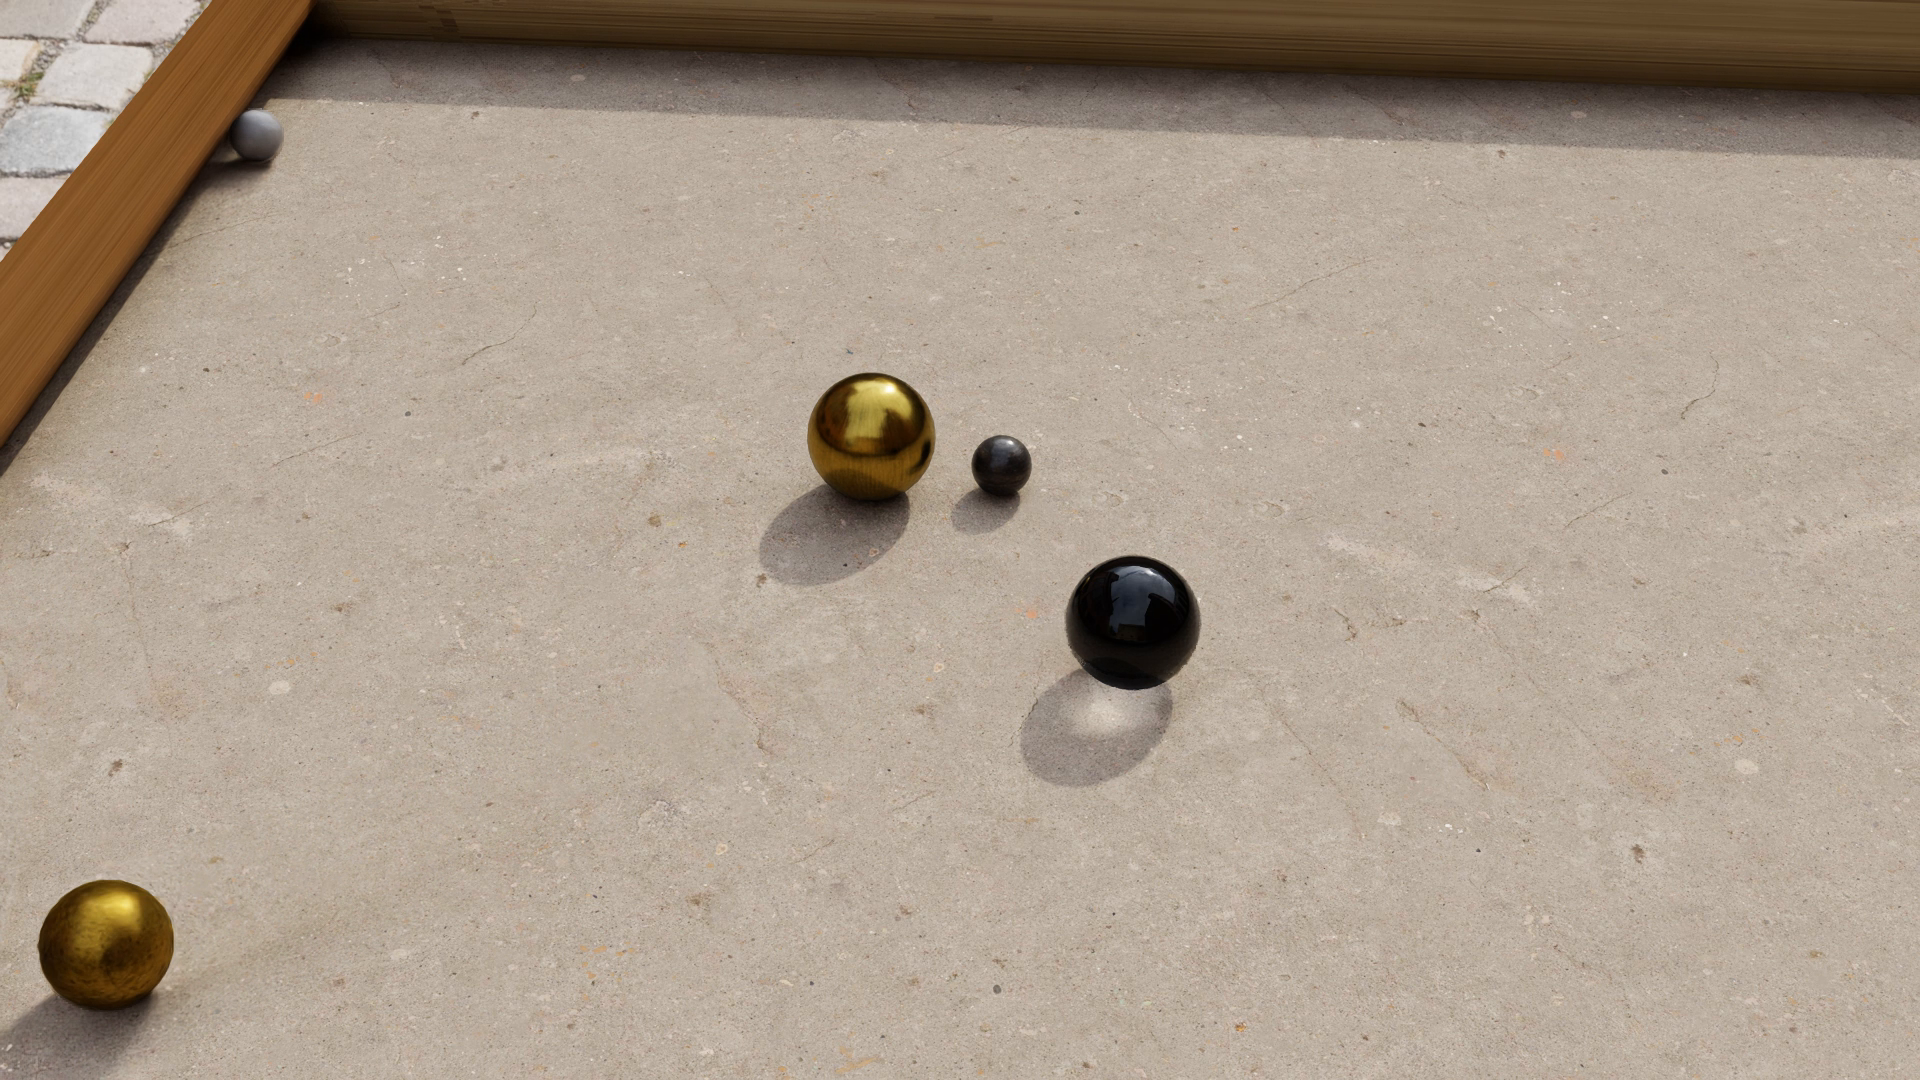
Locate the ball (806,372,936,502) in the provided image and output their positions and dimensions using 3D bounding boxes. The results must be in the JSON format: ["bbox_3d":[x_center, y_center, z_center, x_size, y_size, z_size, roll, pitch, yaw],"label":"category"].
[{"bbox_3d":[-0.067,-0.078,1.954,0.098,0.098,0.098,0,35,0],"label":"ball"}]

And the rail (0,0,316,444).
[{"bbox_3d":[-0.748,-0.059,1.899,0.045,0.128,1.823,3,35,4],"label":"rail"}]

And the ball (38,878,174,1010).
[{"bbox_3d":[-0.505,0.239,1.518,0.077,0.077,0.077,0,35,0],"label":"ball"}]

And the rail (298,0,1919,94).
[{"bbox_3d":[0.847,-0.491,2.518,3.096,0.128,0.045,3,35,4],"label":"rail"}]

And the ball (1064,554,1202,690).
[{"bbox_3d":[0.119,0.057,1.764,0.093,0.093,0.093,0,35,0],"label":"ball"}]

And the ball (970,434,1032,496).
[{"bbox_3d":[0.032,-0.057,1.968,0.047,0.047,0.047,0,35,0],"label":"ball"}]

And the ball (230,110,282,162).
[{"bbox_3d":[-0.668,-0.383,2.434,0.048,0.048,0.048,0,35,0],"label":"ball"}]
